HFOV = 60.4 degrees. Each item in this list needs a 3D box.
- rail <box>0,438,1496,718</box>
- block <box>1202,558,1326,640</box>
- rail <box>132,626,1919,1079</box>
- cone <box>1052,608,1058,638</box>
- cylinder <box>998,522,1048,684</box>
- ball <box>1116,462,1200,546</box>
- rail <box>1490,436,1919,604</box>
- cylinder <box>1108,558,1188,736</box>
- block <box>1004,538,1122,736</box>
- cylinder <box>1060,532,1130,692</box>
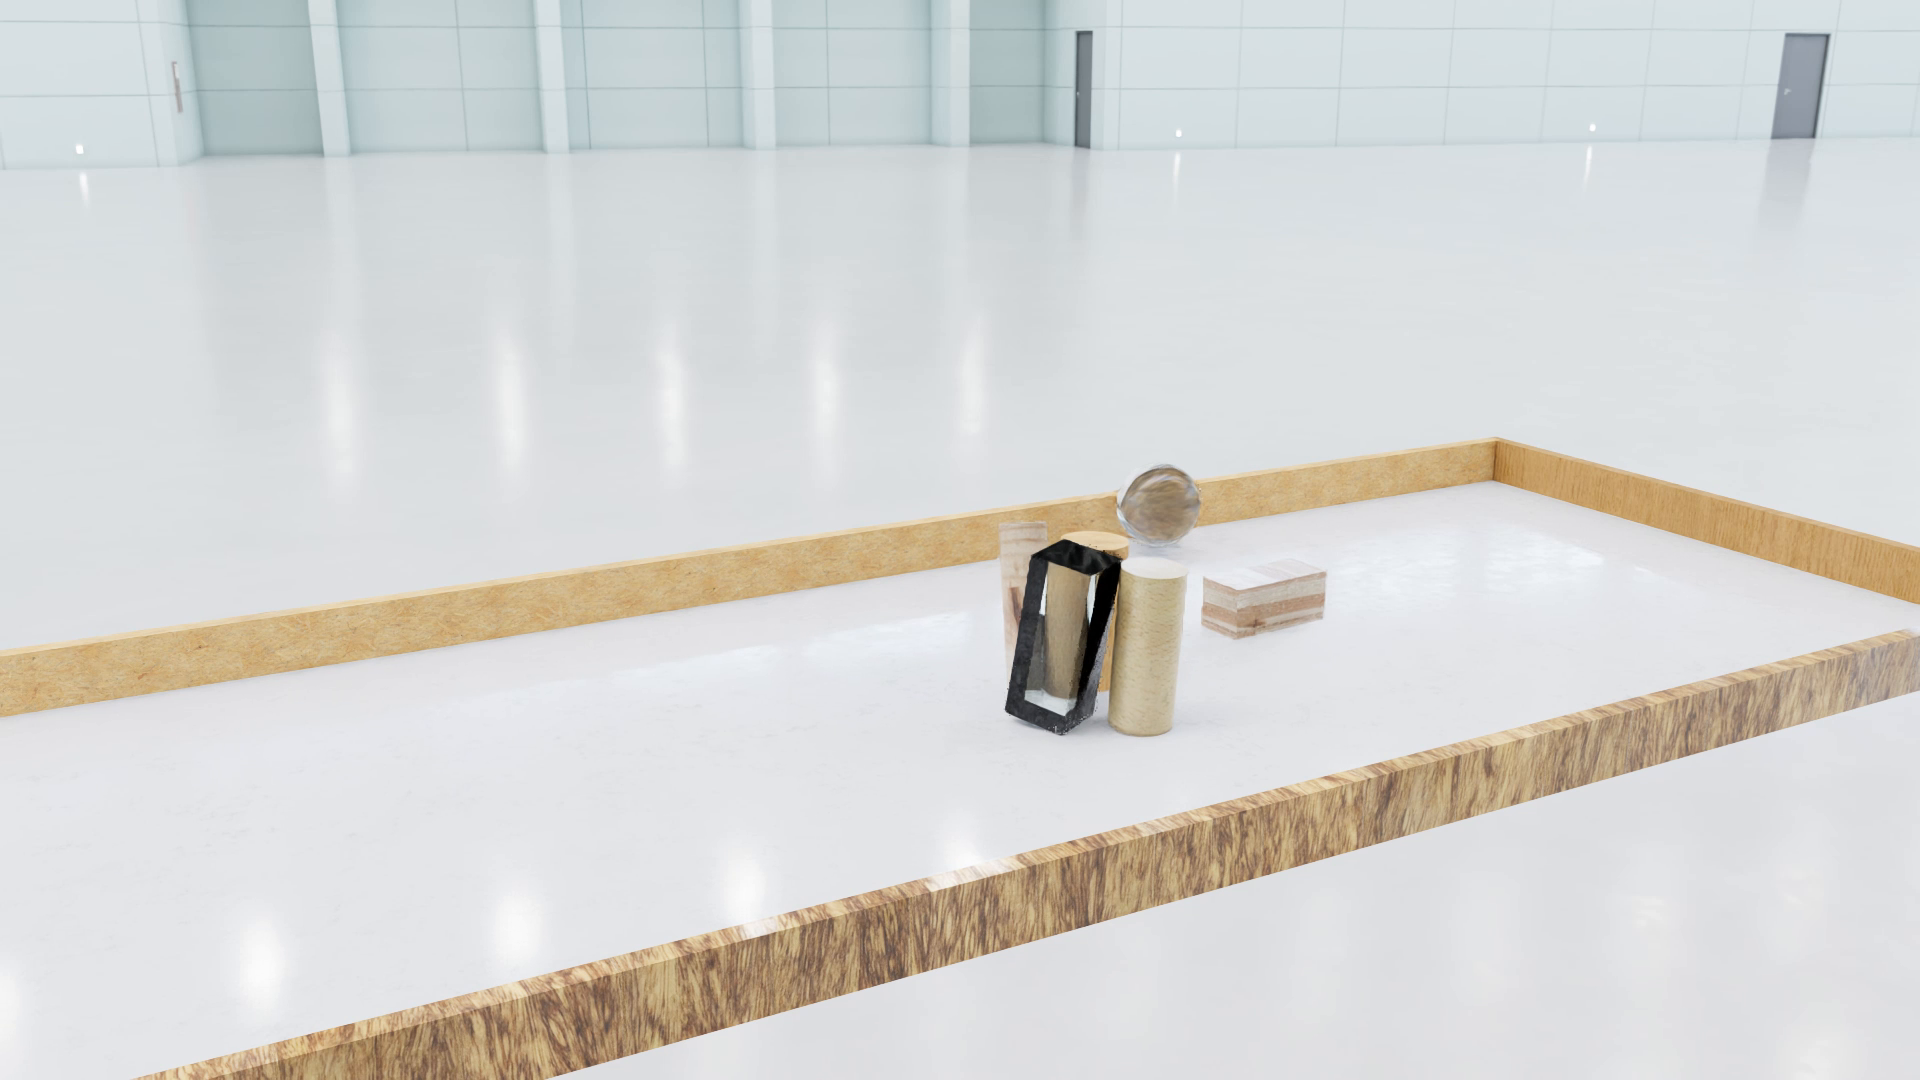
[{"bbox_3d":[-3.305,0.497,3.399,12.000,0.150,0.050,-9,18,-27],"label":"rail"},{"bbox_3d":[0.840,0.161,4.556,0.323,0.142,0.142,-10,19,-31],"label":"block"},{"bbox_3d":[-2.336,1.006,1.665,12.000,0.150,0.050,-9,18,-27],"label":"rail"},{"bbox_3d":[0.355,0.228,4.489,0.362,0.102,0.102,2,14,-24],"label":"cone"},{"bbox_3d":[0.166,0.156,4.098,0.122,0.391,0.122,-3,0,0],"label":"cylinder"},{"bbox_3d":[0.623,-0.114,5.192,0.264,0.264,0.264,0,16,0],"label":"ball"},{"bbox_3d":[2.466,-0.048,5.253,0.050,0.150,2.100,-9,18,-27],"label":"rail"},{"bbox_3d":[0.433,0.246,3.822,0.155,0.384,0.155,3,17,-1],"label":"cylinder"},{"bbox_3d":[0.240,0.225,3.838,0.156,0.404,0.156,20,24,27],"label":"block"},{"bbox_3d":[0.326,0.177,4.099,0.170,0.365,0.170,1,16,0],"label":"cylinder"}]
